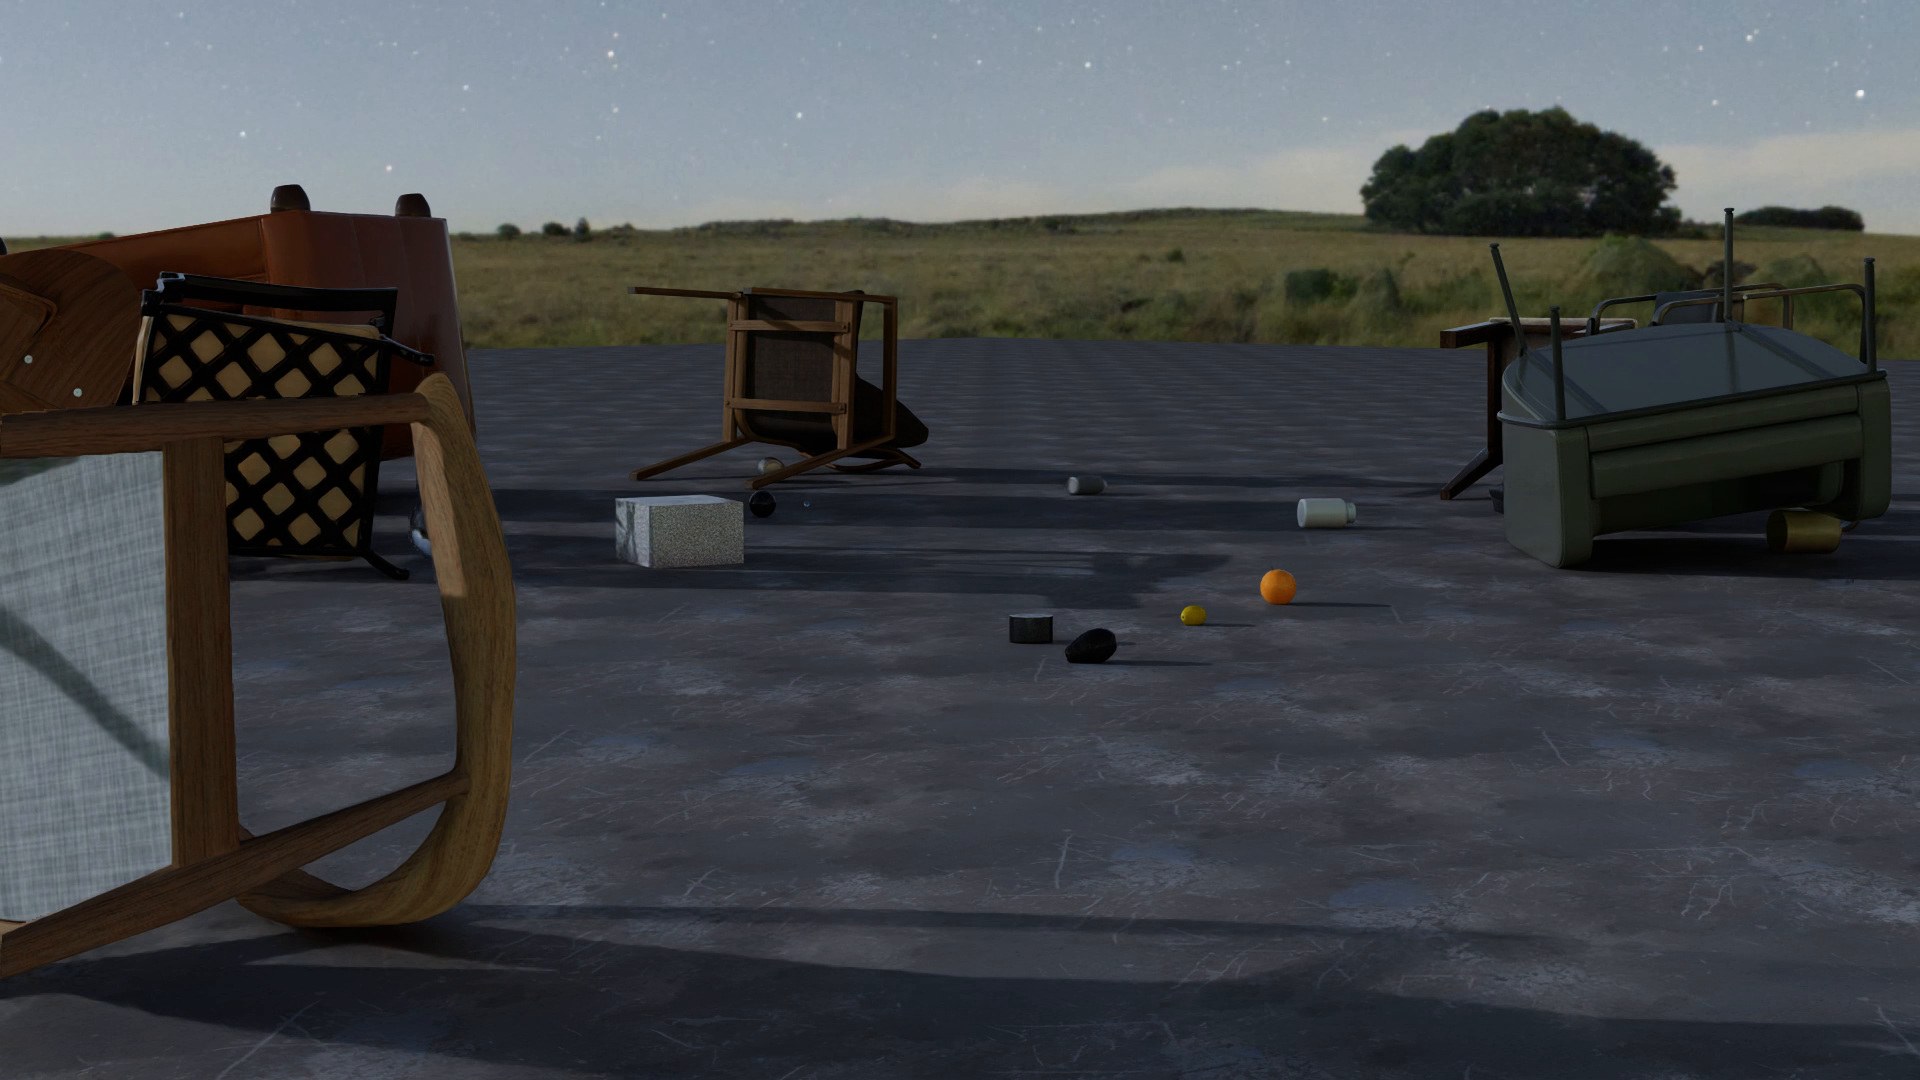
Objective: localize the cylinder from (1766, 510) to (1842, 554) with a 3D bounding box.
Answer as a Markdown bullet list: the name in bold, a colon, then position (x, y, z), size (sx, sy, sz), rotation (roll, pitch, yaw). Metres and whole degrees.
- **cylinder**: position (2.009, -0.020, 6.109), size (0.136, 0.103, 0.109), rotation (-1, 2, -9)

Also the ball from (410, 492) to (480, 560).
- **ball**: position (-1.194, -0.031, 5.943), size (0.158, 0.158, 0.158), rotation (0, 6, 0)

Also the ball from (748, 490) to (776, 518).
- **ball**: position (-0.539, -0.099, 7.006), size (0.075, 0.075, 0.075), rotation (0, 6, 0)

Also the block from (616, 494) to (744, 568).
- **block**: position (-0.650, -0.022, 5.935), size (0.223, 0.141, 0.226), rotation (-3, 7, -29)

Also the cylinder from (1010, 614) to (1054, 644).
- **cylinder**: position (0.128, 0.160, 4.627), size (0.079, 0.048, 0.059), rotation (0, 6, -3)
